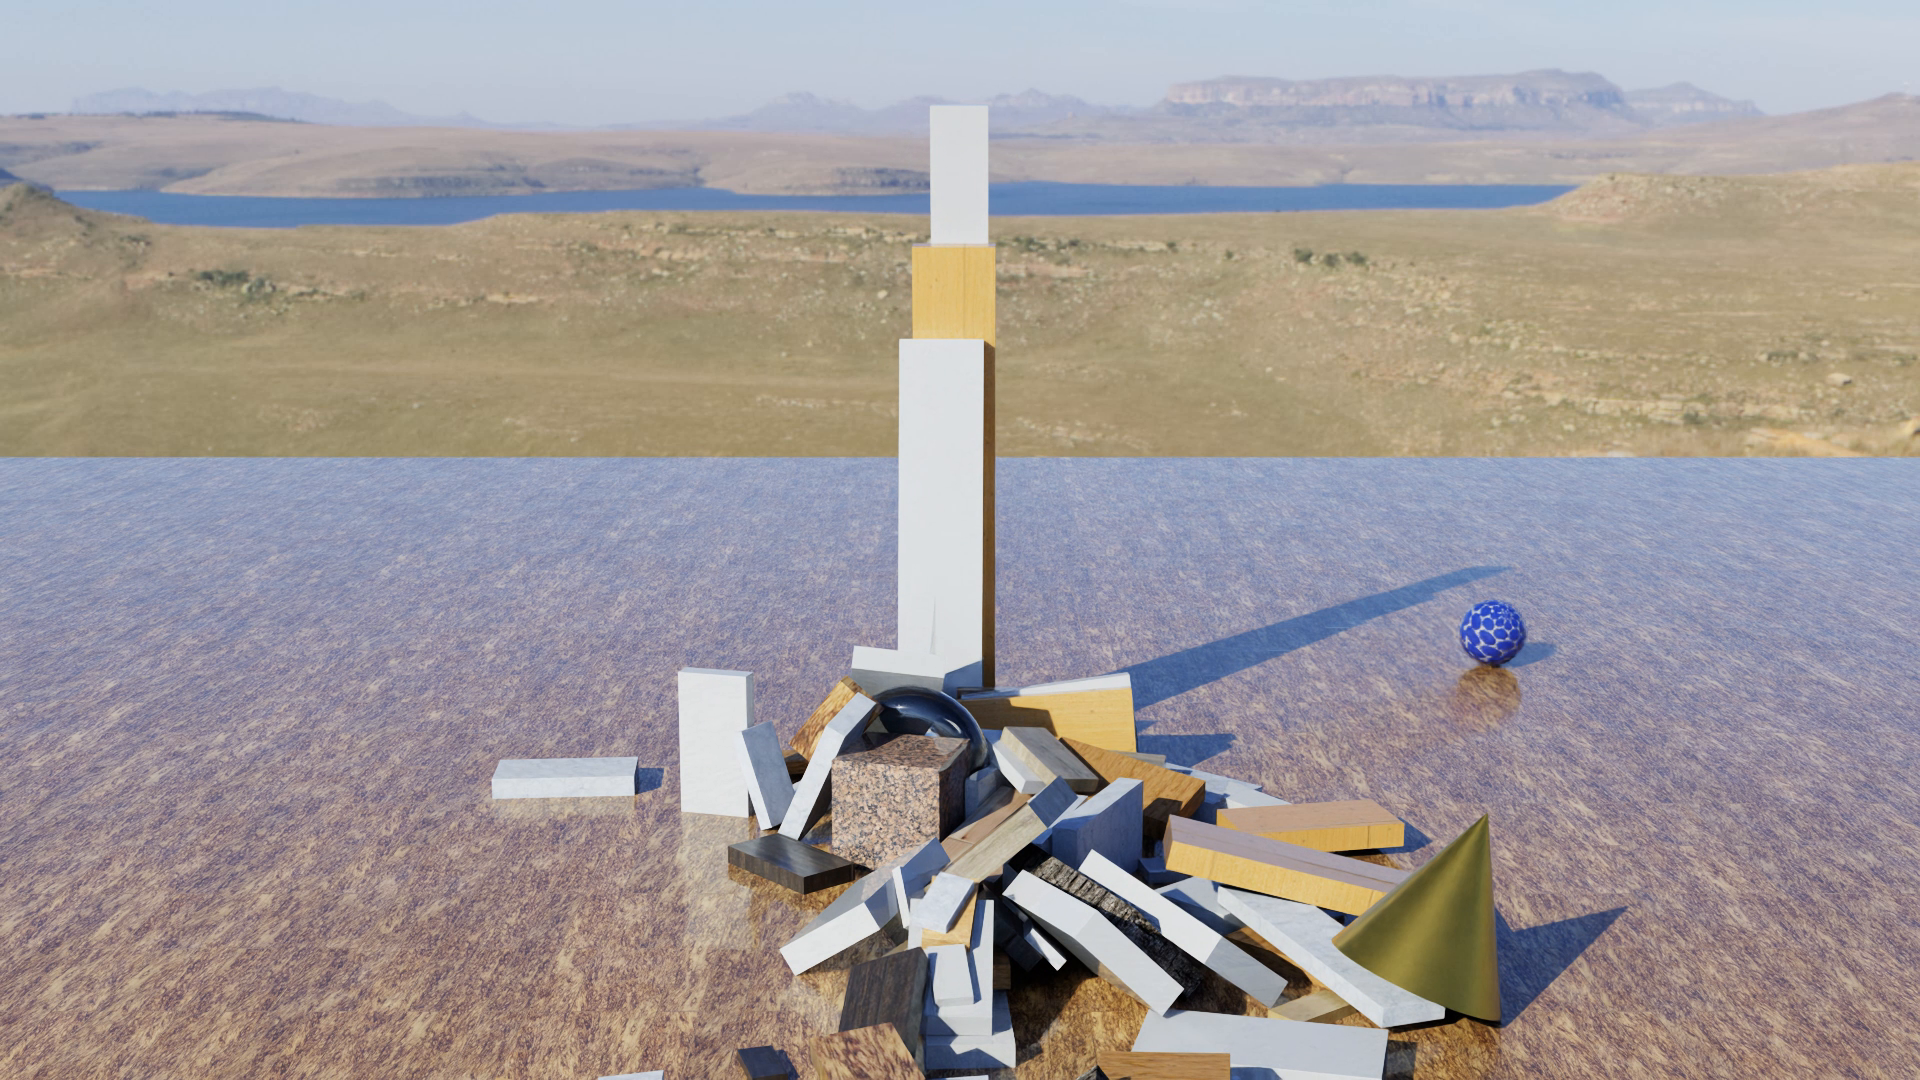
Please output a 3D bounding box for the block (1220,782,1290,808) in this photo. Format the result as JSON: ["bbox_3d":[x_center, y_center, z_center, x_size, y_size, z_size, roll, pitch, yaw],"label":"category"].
[{"bbox_3d":[0.552,0.489,4.024,0.143,0.020,0.072,19,23,13],"label":"block"}]

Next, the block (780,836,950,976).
[{"bbox_3d":[-0.143,0.568,3.435,0.164,0.046,0.328,-32,-1,21],"label":"block"}]

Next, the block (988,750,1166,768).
[{"bbox_3d":[0.173,0.432,4.120,0.408,0.043,0.153,5,17,11],"label":"block"}]

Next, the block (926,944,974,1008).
[{"bbox_3d":[-0.014,0.604,3.049,0.053,0.015,0.106,-3,32,-6],"label":"block"}]

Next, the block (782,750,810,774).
[{"bbox_3d":[-0.302,0.436,4.345,0.212,0.026,0.092,-6,9,16],"label":"block"}]

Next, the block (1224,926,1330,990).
[{"bbox_3d":[0.518,0.632,3.360,0.104,0.030,0.209,-10,15,-44],"label":"block"}]

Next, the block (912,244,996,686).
[{"bbox_3d":[-0.010,-0.091,4.512,0.165,1.031,0.047,0,16,2],"label":"block"}]

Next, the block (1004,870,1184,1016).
[{"bbox_3d":[0.186,0.576,3.174,0.171,0.049,0.343,43,-10,-12],"label":"block"}]

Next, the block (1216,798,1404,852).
[{"bbox_3d":[0.617,0.508,3.885,0.293,0.042,0.147,-2,11,-12],"label":"block"}]

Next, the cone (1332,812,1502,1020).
[{"bbox_3d":[0.707,0.510,3.158,0.261,0.261,0.261,22,4,-2],"label":"cone"}]

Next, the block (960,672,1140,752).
[{"bbox_3d":[0.177,0.365,4.298,0.330,0.165,0.047,-8,3,1],"label":"block"}]

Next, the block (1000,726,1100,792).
[{"bbox_3d":[0.160,0.393,3.943,0.092,0.026,0.184,5,23,-35],"label":"block"}]

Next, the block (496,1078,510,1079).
[{"bbox_3d":[-0.606,0.731,2.872,0.049,0.014,0.097,3,11,16],"label":"block"}]

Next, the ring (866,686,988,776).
[{"bbox_3d":[-0.082,0.398,3.984,0.280,0.280,0.093,3,16,15],"label":"ring"}]

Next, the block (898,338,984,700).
[{"bbox_3d":[-0.038,0.026,4.390,0.167,0.849,0.047,0,2,2],"label":"block"}]

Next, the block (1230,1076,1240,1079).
[{"bbox_3d":[0.331,0.771,2.561,0.171,0.049,0.565,-2,11,-11],"label":"block"}]

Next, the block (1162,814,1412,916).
[{"bbox_3d":[0.574,0.538,3.497,0.499,0.046,0.164,13,8,2],"label":"block"}]

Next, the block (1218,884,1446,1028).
[{"bbox_3d":[0.547,0.611,3.297,0.104,0.030,0.474,-3,14,-22],"label":"block"}]

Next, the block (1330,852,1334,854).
[{"bbox_3d":[0.607,0.531,3.930,0.143,0.020,0.072,5,11,24],"label":"block"}]

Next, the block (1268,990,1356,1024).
[{"bbox_3d":[0.506,0.677,3.156,0.121,0.017,0.060,-8,13,-38],"label":"block"}]

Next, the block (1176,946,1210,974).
[{"bbox_3d":[0.353,0.640,3.353,0.060,0.017,0.121,6,12,29],"label":"block"}]

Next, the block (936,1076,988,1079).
[{"bbox_3d":[-0.036,0.802,2.260,0.153,0.043,0.978,-4,13,1],"label":"block"}]

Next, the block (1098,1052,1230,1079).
[{"bbox_3d":[0.213,0.753,2.407,0.164,0.047,0.816,-1,11,7],"label":"block"}]

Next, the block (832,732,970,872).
[{"bbox_3d":[-0.101,0.459,3.847,0.192,0.192,0.192,3,11,16],"label":"block"}]

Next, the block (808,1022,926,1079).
[{"bbox_3d":[-0.072,0.691,2.586,0.108,0.031,0.491,-8,13,-15],"label":"block"}]

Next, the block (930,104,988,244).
[{"bbox_3d":[0.001,-0.229,4.513,0.114,1.306,0.032,0,16,2],"label":"block"}]

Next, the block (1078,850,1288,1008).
[{"bbox_3d":[0.326,0.576,3.276,0.164,0.047,0.329,38,-6,-34],"label":"block"}]

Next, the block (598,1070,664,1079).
[{"bbox_3d":[-0.405,0.766,2.561,0.084,0.024,0.578,-6,13,-2],"label":"block"}]

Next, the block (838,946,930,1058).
[{"bbox_3d":[-0.107,0.647,2.976,0.108,0.031,0.217,-19,27,17],"label":"block"}]

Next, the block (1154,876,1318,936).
[{"bbox_3d":[0.475,0.580,3.604,0.307,0.043,0.153,-9,14,-41],"label":"block"}]

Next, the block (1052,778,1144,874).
[{"bbox_3d":[0.232,0.512,3.671,0.043,0.153,0.305,5,12,24],"label":"block"}]

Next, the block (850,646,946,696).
[{"bbox_3d":[-0.125,0.315,4.088,0.167,0.334,0.047,6,54,-2],"label":"block"}]

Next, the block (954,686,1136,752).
[{"bbox_3d":[0.155,0.372,4.254,0.363,0.147,0.042,-4,3,1],"label":"block"}]

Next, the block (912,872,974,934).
[{"bbox_3d":[-0.024,0.519,3.150,0.053,0.015,0.106,12,34,19],"label":"block"}]
